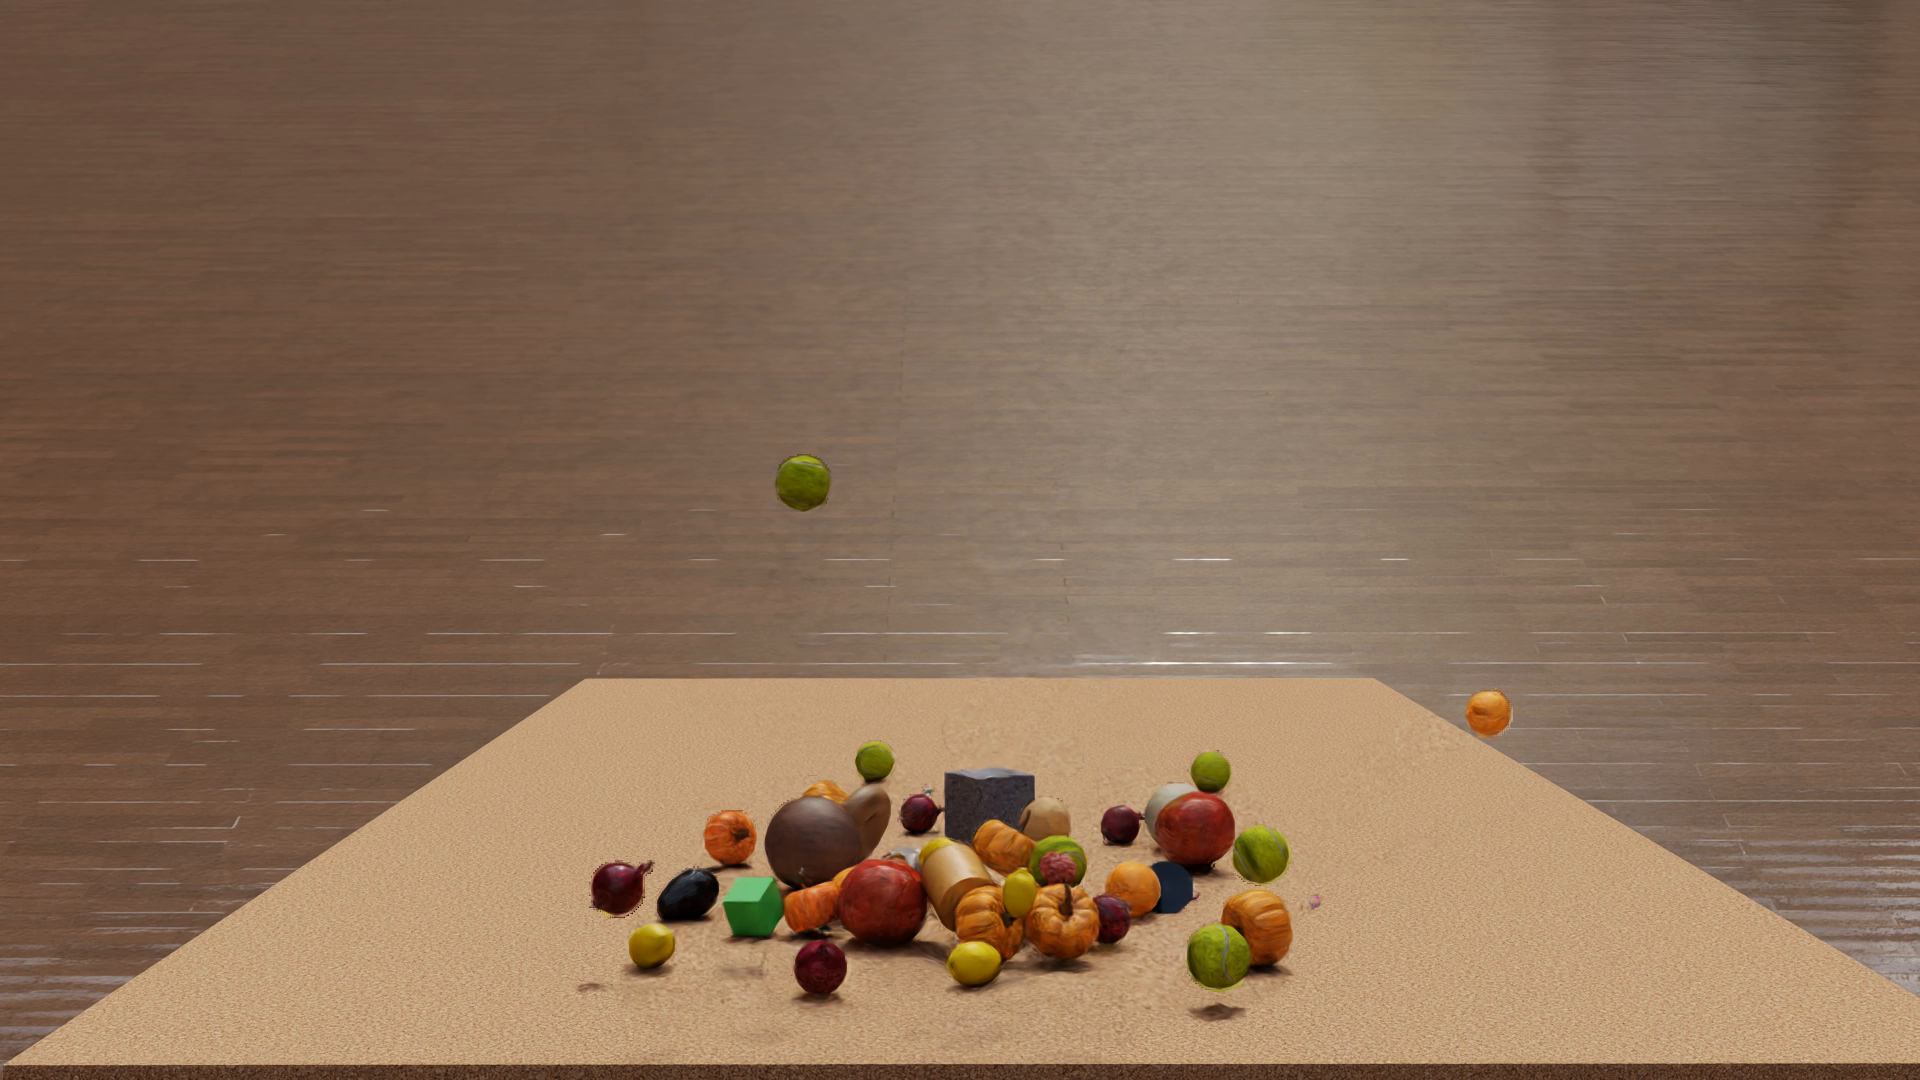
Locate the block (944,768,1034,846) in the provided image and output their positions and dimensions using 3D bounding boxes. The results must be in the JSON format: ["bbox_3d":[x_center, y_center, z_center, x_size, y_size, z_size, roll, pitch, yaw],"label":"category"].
[{"bbox_3d":[0.045,0.408,3.956,0.100,0.100,0.100,-2,3,-32],"label":"block"}]

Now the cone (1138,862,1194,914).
[{"bbox_3d":[0.271,0.466,3.374,0.072,0.072,0.072,-2,65,5],"label":"cone"}]

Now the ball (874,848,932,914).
[{"bbox_3d":[-0.069,0.441,3.330,0.086,0.086,0.086,0,23,0],"label":"ball"}]

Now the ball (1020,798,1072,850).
[{"bbox_3d":[0.128,0.424,3.846,0.077,0.077,0.077,0,23,0],"label":"ball"}]

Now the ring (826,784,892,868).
[{"bbox_3d":[-0.144,0.410,3.690,0.042,0.127,0.127,16,28,33],"label":"ring"}]

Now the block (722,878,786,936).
[{"bbox_3d":[-0.255,0.453,3.187,0.051,0.051,0.051,-3,29,25],"label":"block"}]

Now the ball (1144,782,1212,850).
[{"bbox_3d":[0.326,0.413,3.843,0.100,0.100,0.100,0,23,0],"label":"ball"}]

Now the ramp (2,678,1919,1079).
[{"bbox_3d":[0.053,0.484,4.539,2.000,0.100,4.000,0,2,0],"label":"ramp"}]
